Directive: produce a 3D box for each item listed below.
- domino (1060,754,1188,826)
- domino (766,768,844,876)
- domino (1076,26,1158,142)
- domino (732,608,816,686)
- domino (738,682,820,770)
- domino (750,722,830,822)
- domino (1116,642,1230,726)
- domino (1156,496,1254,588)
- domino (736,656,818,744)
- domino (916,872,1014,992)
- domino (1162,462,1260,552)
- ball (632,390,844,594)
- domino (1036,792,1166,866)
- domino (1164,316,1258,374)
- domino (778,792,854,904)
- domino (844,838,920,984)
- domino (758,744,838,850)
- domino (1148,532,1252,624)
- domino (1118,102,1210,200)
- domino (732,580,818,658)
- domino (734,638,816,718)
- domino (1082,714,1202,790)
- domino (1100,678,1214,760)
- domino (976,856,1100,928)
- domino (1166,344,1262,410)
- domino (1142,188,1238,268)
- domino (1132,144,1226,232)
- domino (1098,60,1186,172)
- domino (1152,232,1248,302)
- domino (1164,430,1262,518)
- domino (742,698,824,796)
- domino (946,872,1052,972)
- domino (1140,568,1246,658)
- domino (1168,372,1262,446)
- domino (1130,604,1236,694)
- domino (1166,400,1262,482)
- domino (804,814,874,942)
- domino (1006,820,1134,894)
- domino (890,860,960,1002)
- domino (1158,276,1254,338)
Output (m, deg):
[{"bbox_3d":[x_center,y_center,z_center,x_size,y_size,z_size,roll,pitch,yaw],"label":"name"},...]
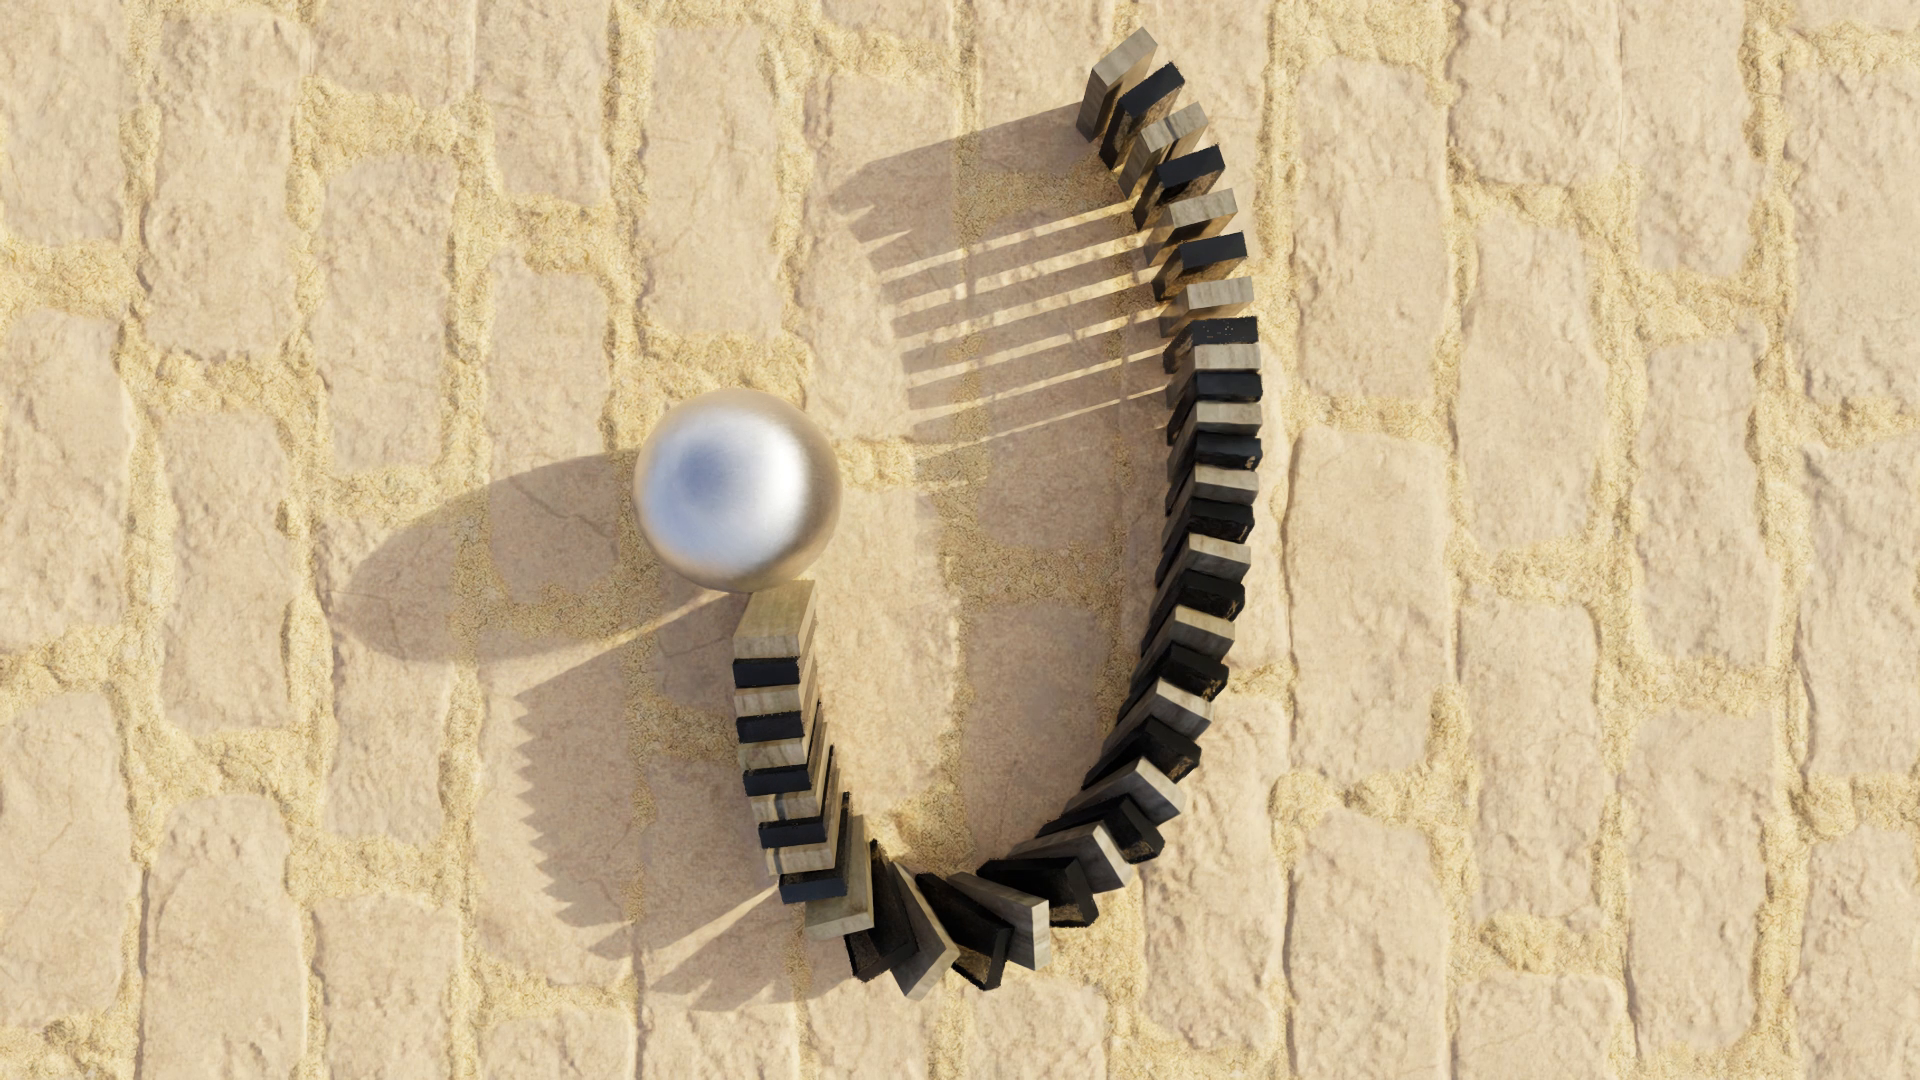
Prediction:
[{"bbox_3d":[0.067,0.111,0.380,0.025,0.009,0.050,43,130,0],"label":"domino"},{"bbox_3d":[-0.063,0.114,0.375,0.025,0.050,0.009,-6,113,0],"label":"domino"},{"bbox_3d":[0.063,-0.185,0.375,0.025,0.050,0.010,-40,90,0],"label":"domino"},{"bbox_3d":[-0.075,0.042,0.375,0.025,0.050,0.010,-2,113,0],"label":"domino"},{"bbox_3d":[-0.073,0.074,0.375,0.025,0.050,0.009,-6,113,0],"label":"domino"},{"bbox_3d":[-0.068,0.094,0.375,0.025,0.050,0.009,-6,113,0],"label":"domino"},{"bbox_3d":[0.087,0.065,0.380,0.025,0.009,0.050,25,132,0],"label":"domino"},{"bbox_3d":[0.100,0.004,0.378,0.025,0.050,0.009,10,51,0],"label":"domino"},{"bbox_3d":[-0.074,0.063,0.375,0.025,0.050,0.009,-6,113,0],"label":"domino"},{"bbox_3d":[-0.002,0.161,0.379,0.010,0.050,0.025,14,90,-45],"label":"domino"},{"bbox_3d":[0.102,-0.011,0.377,0.025,0.050,0.009,9,55,0],"label":"domino"},{"bbox_3d":[-0.086,-0.019,0.360,0.080,0.080,0.080,0,90,0],"label":"ball"},{"bbox_3d":[0.057,0.124,0.380,0.050,0.010,0.025,-36,91,40],"label":"domino"},{"bbox_3d":[0.101,-0.079,0.375,0.025,0.050,0.010,-3,88,0],"label":"domino"},{"bbox_3d":[-0.058,0.125,0.375,0.025,0.050,0.010,-8,114,0],"label":"domino"},{"bbox_3d":[-0.037,0.152,0.378,0.025,0.050,0.010,-31,131,0],"label":"domino"},{"bbox_3d":[-0.065,0.104,0.375,0.025,0.050,0.009,-6,113,0],"label":"domino"},{"bbox_3d":[0.098,0.019,0.378,0.025,0.050,0.009,14,48,0],"label":"domino"},{"bbox_3d":[0.082,-0.158,0.375,0.025,0.050,0.009,-27,90,0],"label":"domino"},{"bbox_3d":[-0.075,0.032,0.375,0.025,0.050,0.010,-2,113,0],"label":"domino"},{"bbox_3d":[-0.075,0.053,0.375,0.025,0.050,0.010,-6,113,0],"label":"domino"},{"bbox_3d":[0.075,0.095,0.380,0.025,0.010,0.050,33,130,0],"label":"domino"},{"bbox_3d":[0.081,0.080,0.380,0.025,0.010,0.050,27,131,0],"label":"domino"},{"bbox_3d":[0.031,0.146,0.380,0.050,0.009,0.025,-21,90,43],"label":"domino"},{"bbox_3d":[0.102,-0.066,0.375,0.025,0.050,0.009,-1,80,0],"label":"domino"},{"bbox_3d":[0.093,-0.127,0.375,0.025,0.050,0.009,-15,90,0],"label":"domino"},{"bbox_3d":[0.088,-0.143,0.375,0.025,0.050,0.010,-19,90,0],"label":"domino"},{"bbox_3d":[0.073,-0.172,0.375,0.025,0.050,0.009,-36,90,0],"label":"domino"},{"bbox_3d":[0.097,-0.111,0.375,0.025,0.050,0.009,-11,90,0],"label":"domino"},{"bbox_3d":[0.103,-0.025,0.376,0.025,0.050,0.009,7,61,0],"label":"domino"},{"bbox_3d":[-0.071,0.084,0.375,0.025,0.050,0.010,-6,113,0],"label":"domino"},{"bbox_3d":[0.015,0.156,0.379,0.009,0.050,0.025,-3,90,-43],"label":"domino"},{"bbox_3d":[0.095,0.035,0.379,0.025,0.050,0.009,17,45,0],"label":"domino"},{"bbox_3d":[0.103,-0.053,0.375,0.025,0.050,0.009,1,73,0],"label":"domino"},{"bbox_3d":[0.091,0.049,0.379,0.025,0.009,0.050,19,133,0],"label":"domino"},{"bbox_3d":[0.103,-0.039,0.375,0.025,0.050,0.010,3,66,0],"label":"domino"},{"bbox_3d":[-0.050,0.138,0.376,0.025,0.050,0.009,-14,121,0],"label":"domino"},{"bbox_3d":[0.045,0.135,0.380,0.050,0.009,0.025,-32,90,40],"label":"domino"},{"bbox_3d":[-0.022,0.160,0.378,0.025,0.050,0.010,-49,129,0],"label":"domino"},{"bbox_3d":[0.100,-0.095,0.375,0.025,0.050,0.009,-8,90,0],"label":"domino"}]
